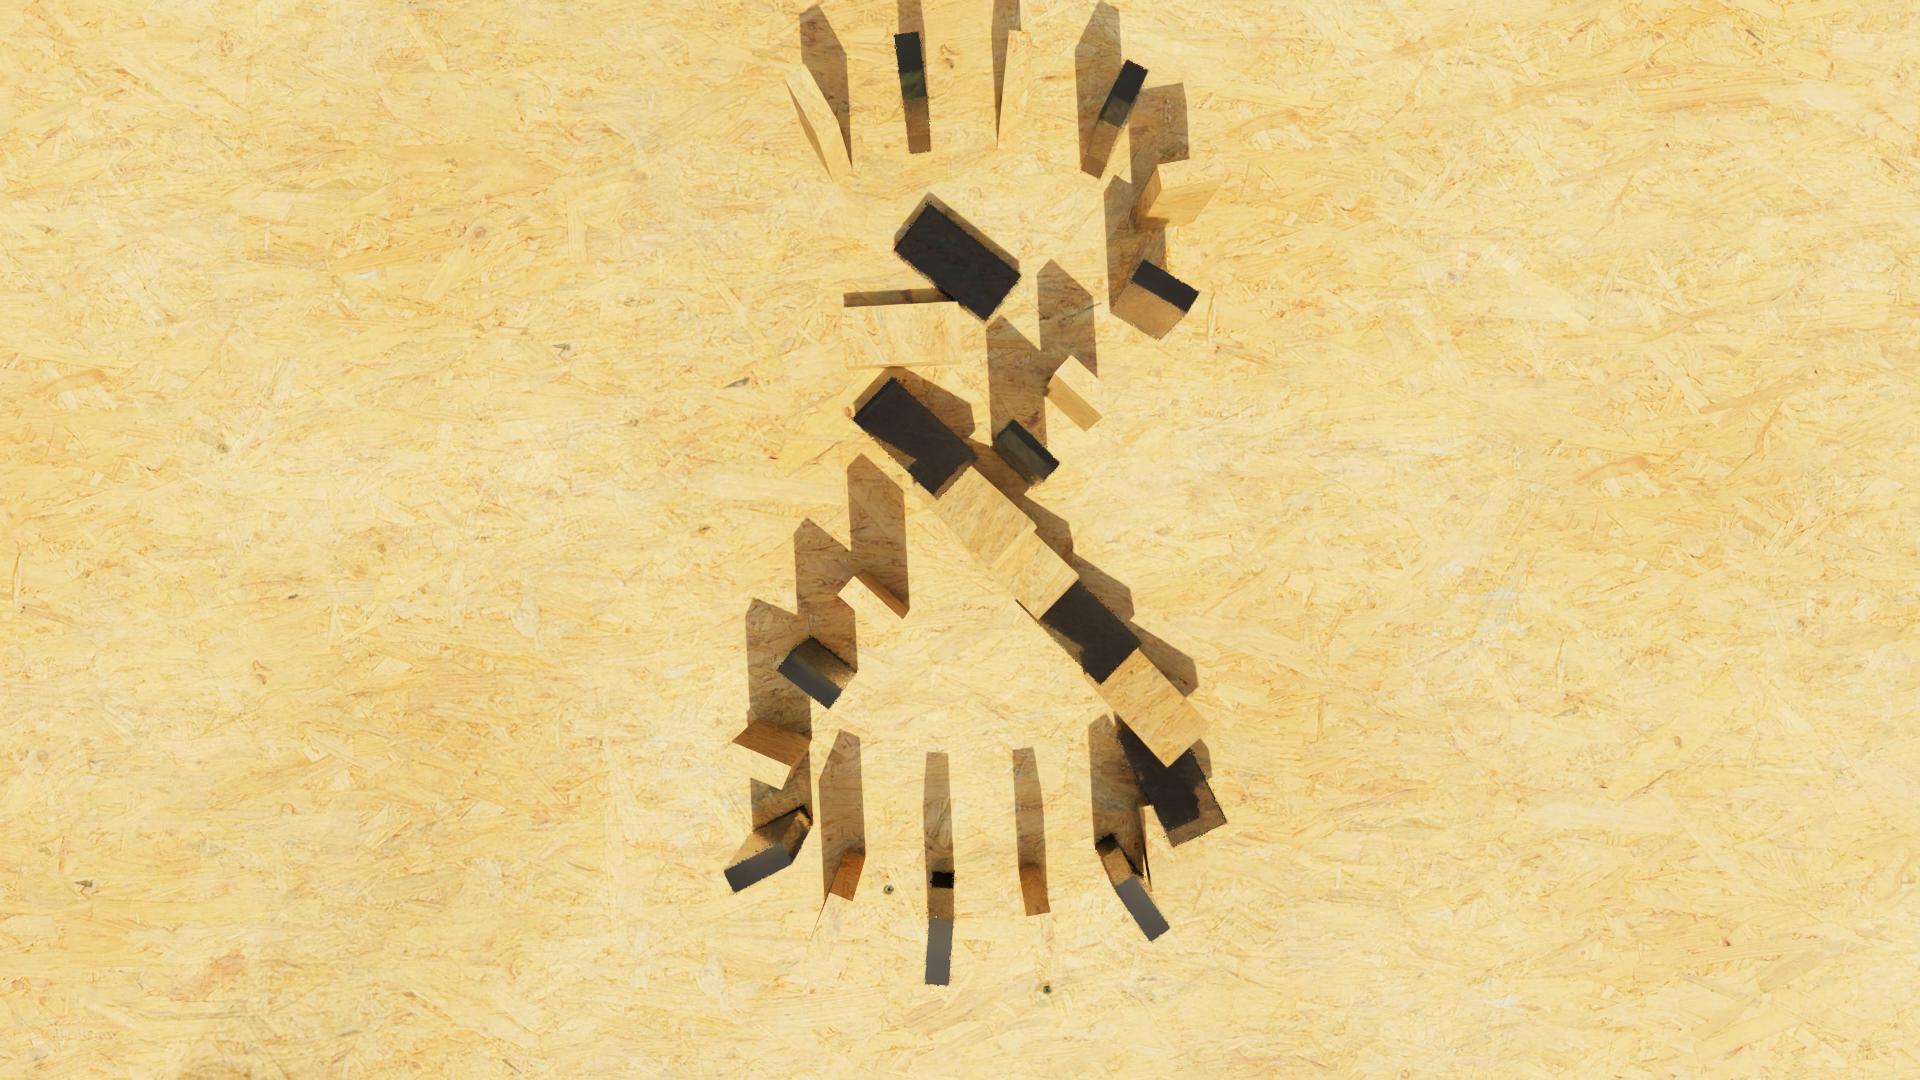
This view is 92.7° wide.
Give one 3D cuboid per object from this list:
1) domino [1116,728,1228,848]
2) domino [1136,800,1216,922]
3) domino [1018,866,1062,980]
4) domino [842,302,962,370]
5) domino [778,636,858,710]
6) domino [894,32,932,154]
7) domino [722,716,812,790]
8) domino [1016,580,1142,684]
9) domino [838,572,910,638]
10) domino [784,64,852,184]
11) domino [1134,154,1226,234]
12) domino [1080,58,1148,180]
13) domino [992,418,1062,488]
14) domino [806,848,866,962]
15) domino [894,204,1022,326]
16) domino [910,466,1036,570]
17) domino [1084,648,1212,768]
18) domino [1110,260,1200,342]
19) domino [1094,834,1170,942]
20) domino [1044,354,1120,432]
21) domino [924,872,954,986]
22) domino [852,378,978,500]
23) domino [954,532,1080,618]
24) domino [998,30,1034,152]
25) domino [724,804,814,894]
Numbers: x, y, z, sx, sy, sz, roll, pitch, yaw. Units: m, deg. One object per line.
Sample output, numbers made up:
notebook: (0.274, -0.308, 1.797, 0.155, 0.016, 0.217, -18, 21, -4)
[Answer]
domino: (0.089, 0.101, 0.388, 0.025, 0.009, 0.050, -25, 73, 0)
domino: (0.093, 0.137, 0.395, 0.025, 0.010, 0.050, -9, 90, 0)
domino: (0.032, 0.155, 0.375, 0.009, 0.050, 0.025, -10, 90, 0)
domino: (-0.025, -0.088, 0.395, 0.050, 0.010, 0.025, -3, 90, 0)
domino: (-0.057, 0.054, 0.375, 0.025, 0.050, 0.010, 38, 90, 0)
domino: (-0.019, -0.181, 0.375, 0.009, 0.050, 0.025, -8, 90, 0)
domino: (-0.078, 0.086, 0.375, 0.025, 0.050, 0.010, 23, 90, 0)
domino: (0.050, 0.035, 0.390, 0.025, 0.010, 0.050, -45, 76, 0)
domino: (-0.034, 0.026, 0.375, 0.025, 0.050, 0.010, 42, 90, 0)
domino: (-0.057, -0.169, 0.375, 0.009, 0.050, 0.025, -30, 90, 0)
domino: (0.089, -0.141, 0.375, 0.025, 0.050, 0.009, -10, 90, 0)
domino: (0.062, -0.171, 0.375, 0.010, 0.050, 0.025, 26, 90, 0)
domino: (0.026, -0.034, 0.375, 0.025, 0.050, 0.010, 43, 90, 0)
domino: (-0.050, 0.148, 0.375, 0.009, 0.050, 0.025, 22, 90, 0)
domino: (-0.001, -0.118, 0.395, 0.050, 0.010, 0.025, 38, 90, 0)
domino: (0.005, -0.013, 0.386, 0.025, 0.009, 0.050, -46, 69, 0)
domino: (0.079, 0.068, 0.388, 0.025, 0.010, 0.050, -42, 73, -1)
domino: (0.079, -0.097, 0.375, 0.025, 0.050, 0.010, 30, 90, 0)
domino: (0.070, 0.141, 0.375, 0.009, 0.050, 0.025, -35, 90, 0)
domino: (0.049, -0.059, 0.375, 0.025, 0.050, 0.010, 42, 90, 0)
domino: (-0.008, 0.158, 0.375, 0.010, 0.050, 0.025, 4, 90, 0)
domino: (-0.019, -0.043, 0.389, 0.050, 0.009, 0.025, 44, 90, 16)
domino: (0.024, 0.007, 0.389, 0.025, 0.010, 0.050, -45, 76, 0)
domino: (0.022, -0.182, 0.375, 0.010, 0.050, 0.025, 6, 90, 0)
domino: (-0.077, 0.125, 0.375, 0.025, 0.050, 0.009, -27, 90, 0)
